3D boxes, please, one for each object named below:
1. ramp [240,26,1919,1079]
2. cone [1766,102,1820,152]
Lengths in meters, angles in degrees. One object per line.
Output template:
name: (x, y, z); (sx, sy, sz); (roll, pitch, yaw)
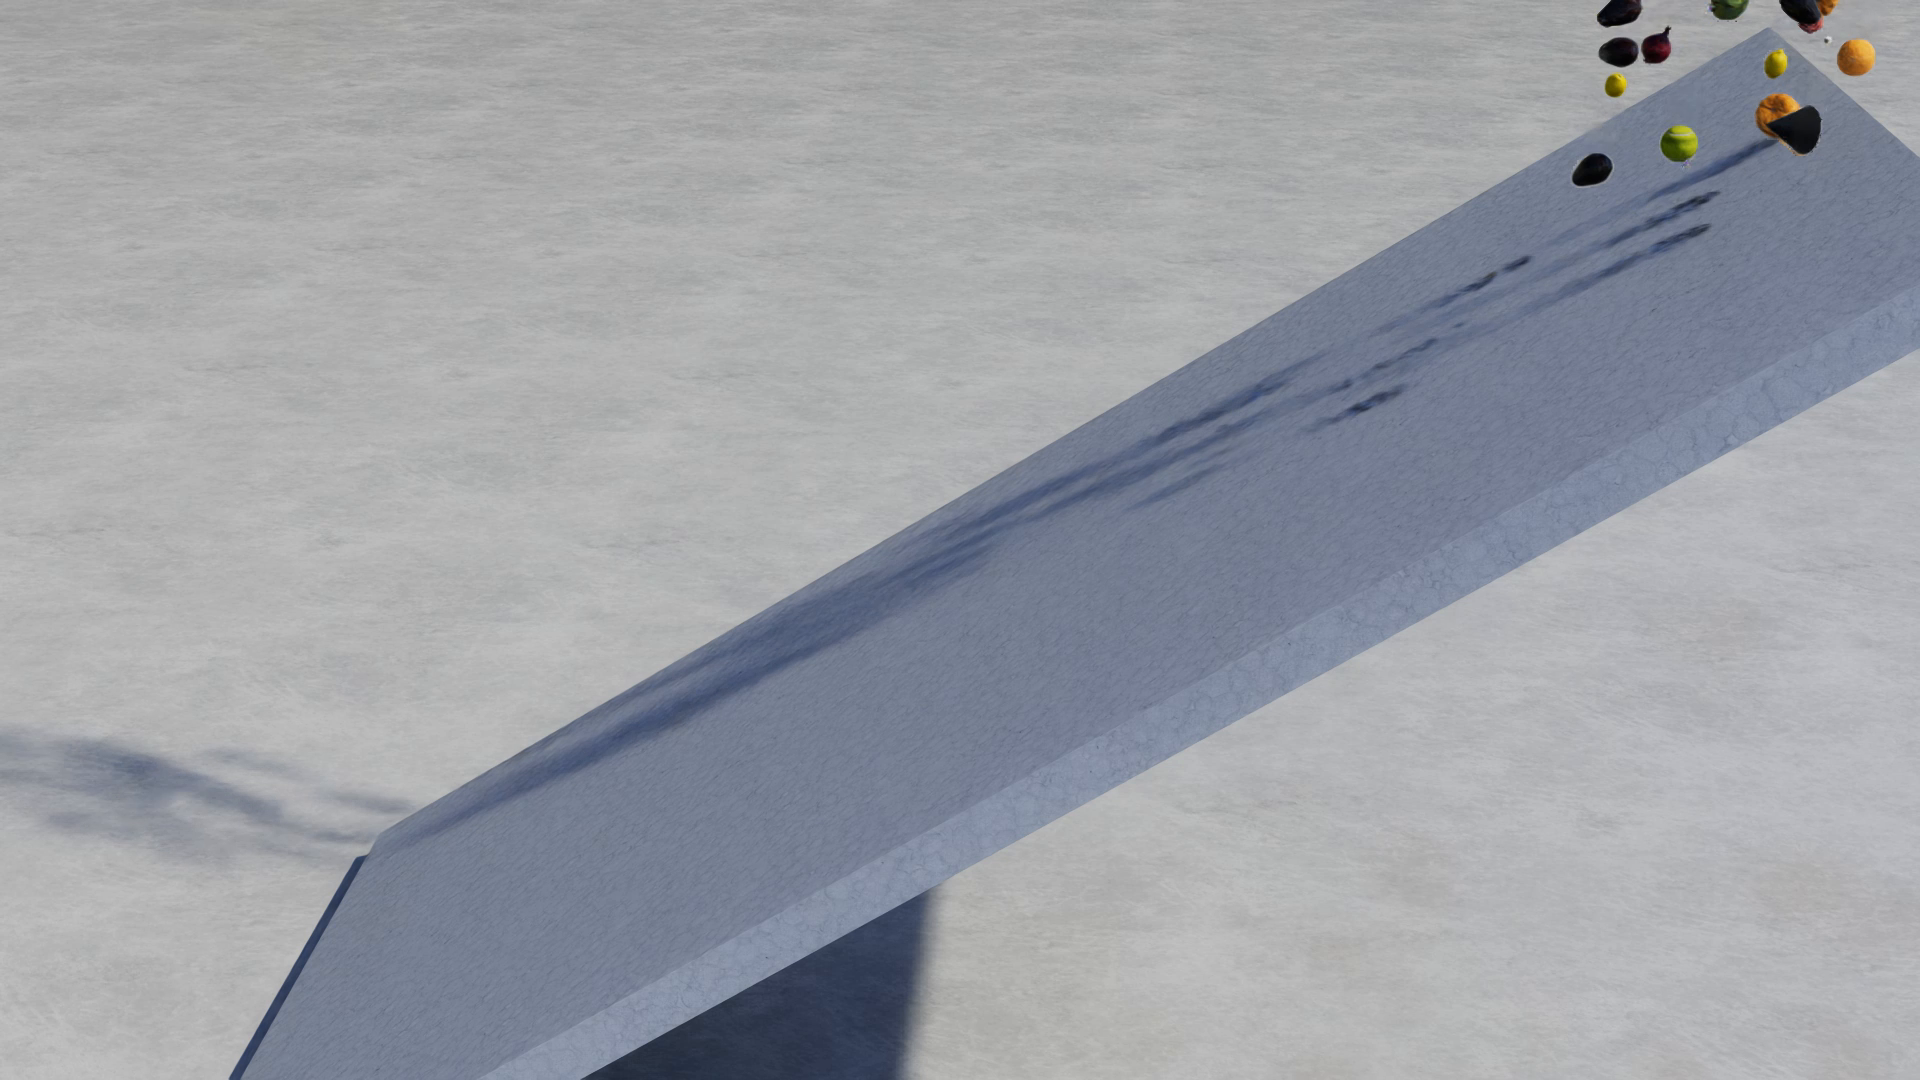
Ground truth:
ramp: (0.141, 0.169, 6.291); (4.000, 0.100, 2.000); (-30, 15, 13)
cone: (1.587, -0.793, 5.654); (0.094, 0.094, 0.094); (-3, 20, -19)
